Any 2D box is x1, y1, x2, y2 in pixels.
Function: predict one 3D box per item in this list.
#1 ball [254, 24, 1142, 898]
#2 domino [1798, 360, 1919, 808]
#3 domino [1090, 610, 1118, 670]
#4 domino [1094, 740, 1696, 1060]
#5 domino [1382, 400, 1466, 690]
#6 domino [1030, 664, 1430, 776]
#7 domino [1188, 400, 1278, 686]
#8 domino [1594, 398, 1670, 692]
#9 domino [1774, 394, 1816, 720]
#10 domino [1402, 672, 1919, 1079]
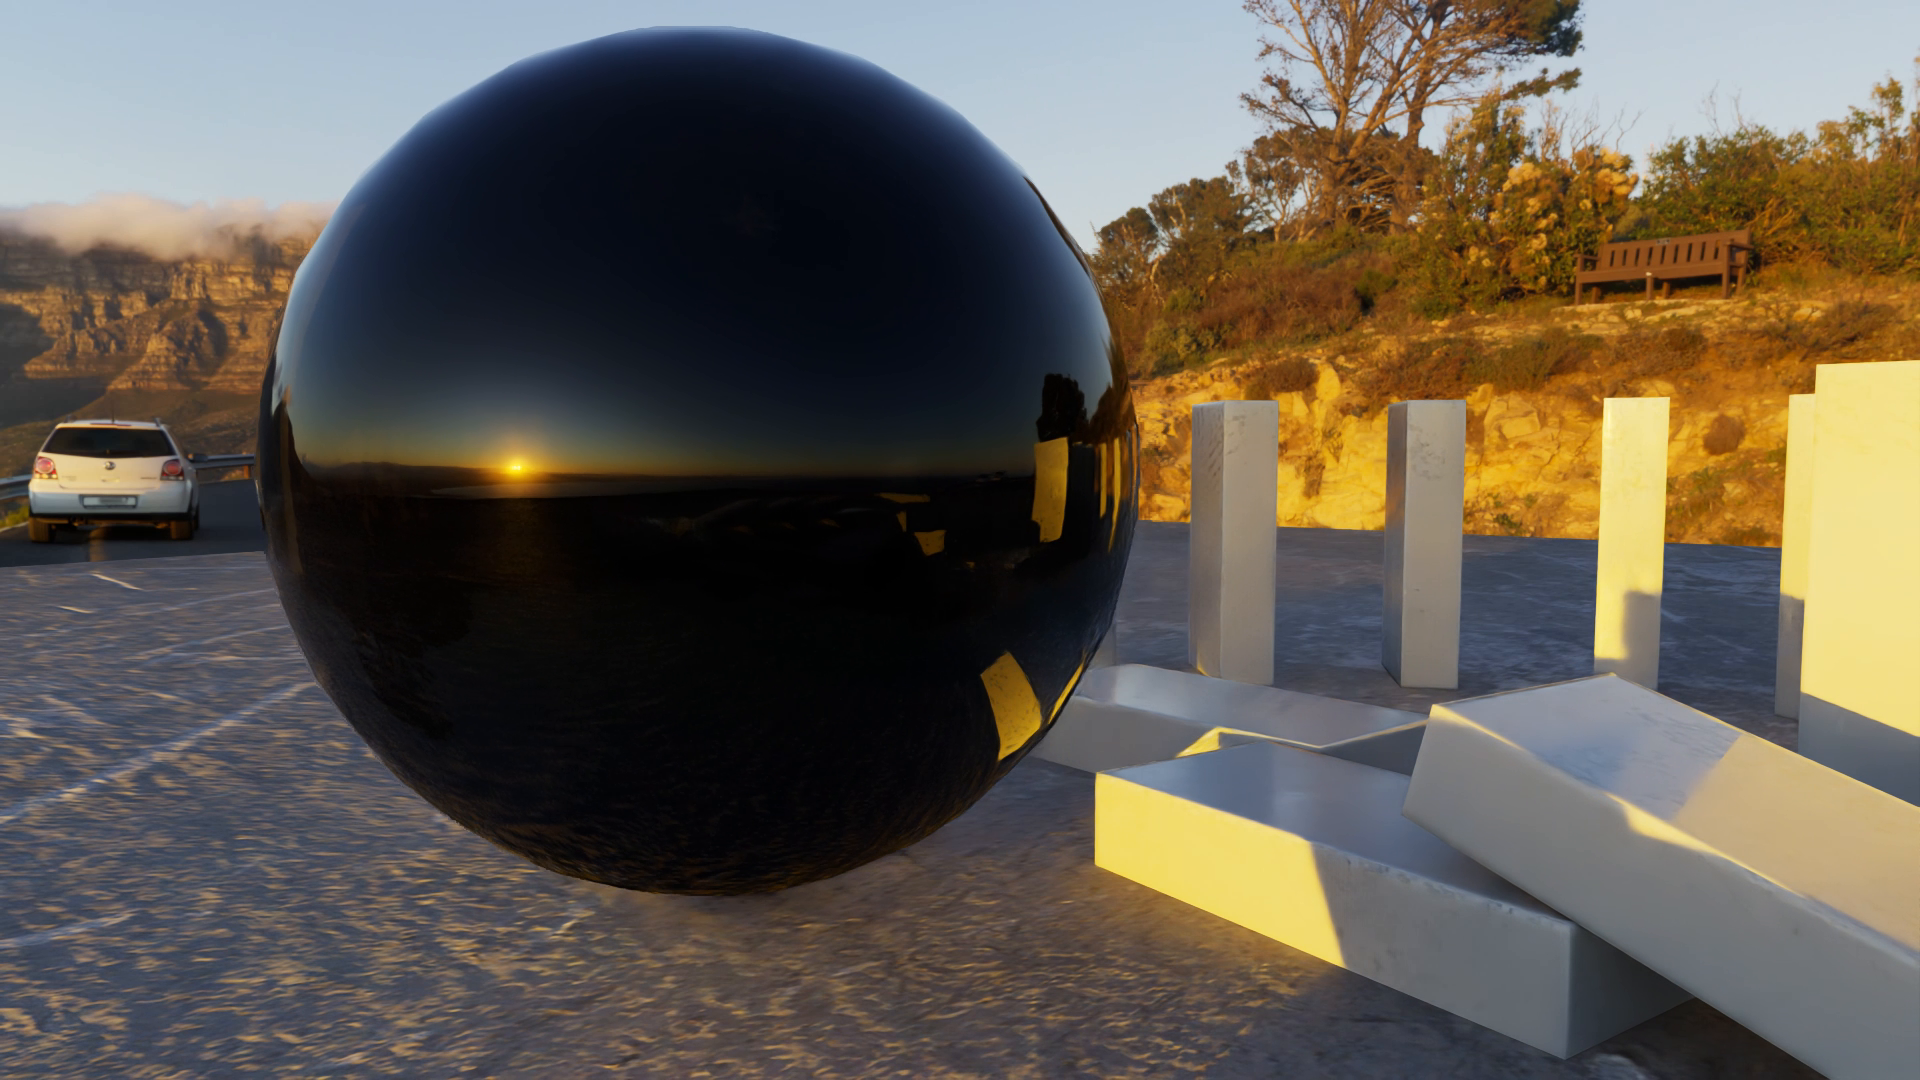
[{"bbox_3d":[-0.023,-0.007,0.124,0.080,0.080,0.080,0,4,0],"label":"ball"},{"bbox_3d":[0.093,0.009,0.117,0.010,0.050,0.025,-3,5,-39],"label":"domino"},{"bbox_3d":[0.017,0.000,0.228,0.009,0.050,0.025,-2,5,-27],"label":"domino"},{"bbox_3d":[0.038,0.029,0.116,0.025,0.009,0.050,-3,5,-34],"label":"domino"},{"bbox_3d":[0.084,0.000,0.233,0.009,0.050,0.025,1,4,11],"label":"domino"},{"bbox_3d":[0.033,0.025,0.167,0.025,0.010,0.050,-4,6,-40],"label":"domino"},{"bbox_3d":[0.050,0.000,0.236,0.009,0.050,0.025,0,4,-3],"label":"domino"},{"bbox_3d":[0.116,0.001,0.222,0.009,0.050,0.025,2,5,27],"label":"domino"},{"bbox_3d":[0.141,0.003,0.200,0.025,0.050,0.010,-2,5,-24],"label":"domino"},{"bbox_3d":[0.059,0.025,0.086,0.025,0.010,0.050,-3,21,-34],"label":"domino"}]
